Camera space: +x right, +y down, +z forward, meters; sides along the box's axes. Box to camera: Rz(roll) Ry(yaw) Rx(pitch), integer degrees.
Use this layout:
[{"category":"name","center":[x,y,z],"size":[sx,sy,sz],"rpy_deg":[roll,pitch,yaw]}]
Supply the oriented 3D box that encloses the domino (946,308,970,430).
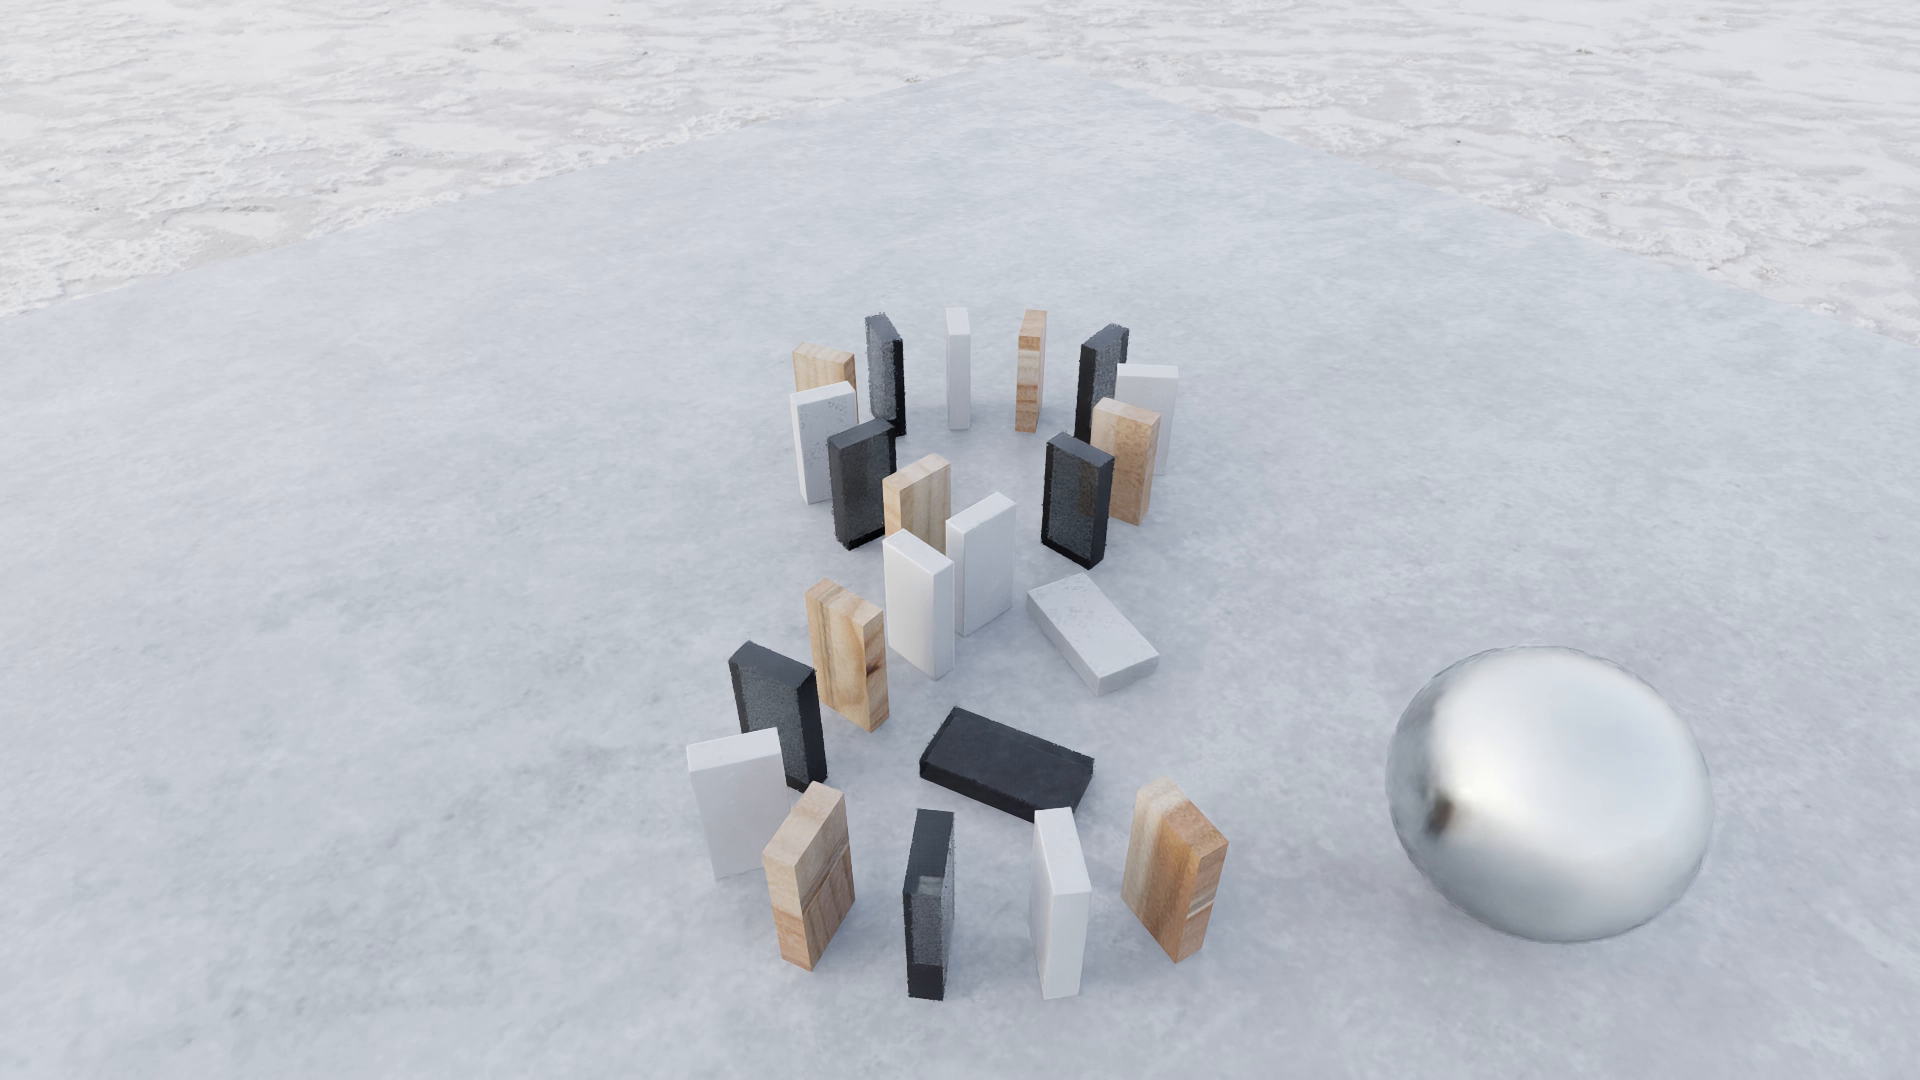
[{"category":"domino","center":[-0.001,-0.079,0.508],"size":[0.009,0.050,0.025],"rpy_deg":[-3,39,-3]}]

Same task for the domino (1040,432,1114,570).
[{"category":"domino","center":[0.045,-0.015,0.430],"size":[0.025,0.050,0.009],"rpy_deg":[31,48,32]}]

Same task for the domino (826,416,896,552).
[{"category":"domino","center":[-0.038,-0.022,0.438],"size":[0.025,0.050,0.009],"rpy_deg":[-26,46,-28]}]

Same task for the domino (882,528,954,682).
[{"category":"domino","center":[-0.014,0.023,0.383],"size":[0.009,0.050,0.025],"rpy_deg":[-32,49,-33]}]

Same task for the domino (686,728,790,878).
[{"category":"domino","center":[-0.062,0.077,0.318],"size":[0.025,0.050,0.009],"rpy_deg":[-10,40,-12]}]

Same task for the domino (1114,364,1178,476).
[{"category":"domino","center":[0.078,-0.051,0.474],"size":[0.025,0.050,0.009],"rpy_deg":[3,39,4]}]

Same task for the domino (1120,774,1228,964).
[{"category":"domino","center":[0.058,0.091,0.301],"size":[0.010,0.050,0.025],"rpy_deg":[-21,44,-24]}]

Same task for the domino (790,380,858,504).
[{"category":"domino","center":[-0.056,-0.040,0.461],"size":[0.025,0.050,0.010],"rpy_deg":[-16,42,-19]}]

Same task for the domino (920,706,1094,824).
[{"category":"domino","center":[0.015,0.073,0.354],"size":[0.050,0.010,0.025],"rpy_deg":[18,42,20]}]

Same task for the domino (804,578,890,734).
[{"category":"domino","center":[-0.037,0.039,0.364],"size":[0.025,0.050,0.009],"rpy_deg":[27,46,29]}]

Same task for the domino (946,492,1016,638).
[{"category":"domino","center":[0.007,0.010,0.400],"size":[0.025,0.050,0.009],"rpy_deg":[-30,48,-31]}]

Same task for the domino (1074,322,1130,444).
[{"category":"domino","center":[0.064,-0.070,0.496],"size":[0.009,0.050,0.025],"rpy_deg":[26,46,28]}]

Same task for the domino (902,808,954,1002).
[{"category":"domino","center":[-0.008,0.098,0.292],"size":[0.010,0.050,0.025],"rpy_deg":[4,40,5]}]

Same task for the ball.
[{"category":"ball","center":[0.160,0.069,0.304],"size":[0.080,0.080,0.080],"rpy_deg":[0,39,0]}]

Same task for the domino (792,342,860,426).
[{"category":"domino","center":[-0.058,-0.061,0.486],"size":[0.025,0.050,0.009],"rpy_deg":[16,42,18]}]

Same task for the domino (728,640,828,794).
[{"category":"domino","center":[-0.056,0.056,0.343],"size":[0.025,0.050,0.009],"rpy_deg":[19,43,22]}]

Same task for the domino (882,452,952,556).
[{"category":"domino","center":[-0.016,-0.006,0.419],"size":[0.025,0.050,0.009],"rpy_deg":[-31,48,-32]}]

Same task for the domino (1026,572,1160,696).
[{"category":"domino","center":[0.048,0.033,0.403],"size":[0.025,0.009,0.050],"rpy_deg":[-18,43,-21]}]

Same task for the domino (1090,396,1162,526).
[{"category":"domino","center":[0.066,-0.032,0.450],"size":[0.025,0.050,0.009],"rpy_deg":[21,44,24]}]

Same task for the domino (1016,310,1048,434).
[{"category":"domino","center":[0.033,-0.077,0.506],"size":[0.009,0.050,0.025],"rpy_deg":[7,40,8]}]

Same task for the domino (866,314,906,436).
[{"category":"domino","center":[-0.034,-0.075,0.502],"size":[0.009,0.050,0.025],"rpy_deg":[-14,41,-16]}]

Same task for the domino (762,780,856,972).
[{"category":"domino","center":[-0.040,0.092,0.299],"size":[0.009,0.050,0.025],"rpy_deg":[16,42,19]}]

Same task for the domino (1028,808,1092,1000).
[{"category":"domino","center":[0.026,0.097,0.293],"size":[0.009,0.050,0.025],"rpy_deg":[-5,40,-6]}]
